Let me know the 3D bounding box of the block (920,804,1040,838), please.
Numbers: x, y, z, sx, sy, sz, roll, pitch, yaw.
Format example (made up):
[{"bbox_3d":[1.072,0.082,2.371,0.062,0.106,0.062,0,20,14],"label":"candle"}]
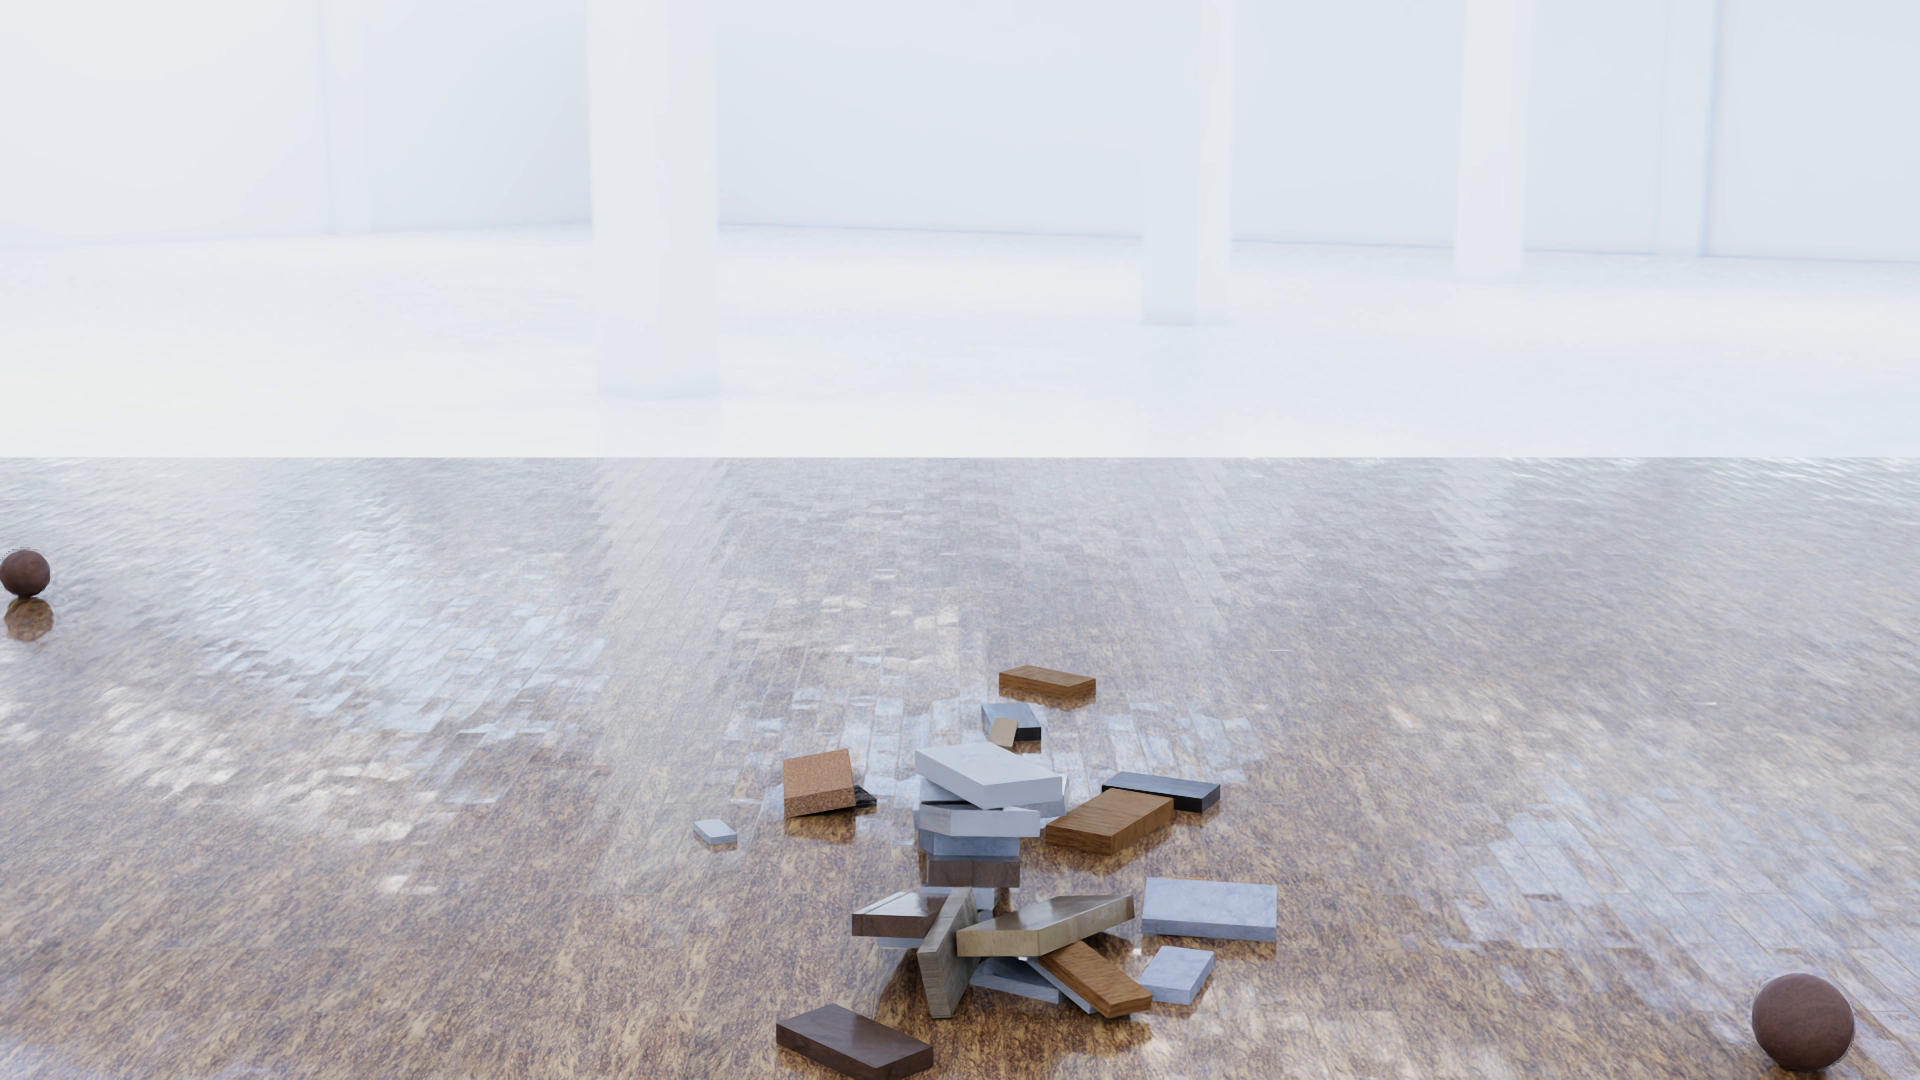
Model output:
[{"bbox_3d":[0.029,0.454,3.565,0.142,0.040,0.283,2,-5,-11],"label":"block"}]

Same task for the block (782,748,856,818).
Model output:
[{"bbox_3d":[-0.270,0.462,4.202,0.130,0.037,0.259,-10,11,-3],"label":"block"}]

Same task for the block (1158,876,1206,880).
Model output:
[{"bbox_3d":[0.365,0.590,3.604,0.081,0.023,0.162,1,11,5],"label":"block"}]

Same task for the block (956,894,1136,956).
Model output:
[{"bbox_3d":[0.136,0.584,3.344,0.130,0.037,0.400,-5,-3,24],"label":"block"}]

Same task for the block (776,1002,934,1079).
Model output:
[{"bbox_3d":[-0.146,0.694,3.026,0.104,0.030,0.209,-10,14,-43],"label":"block"}]

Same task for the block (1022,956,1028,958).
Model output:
[{"bbox_3d":[0.079,0.618,3.352,0.150,0.021,0.075,-7,-4,41],"label":"block"}]

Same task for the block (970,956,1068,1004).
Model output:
[{"bbox_3d":[0.098,0.653,3.273,0.150,0.021,0.075,6,12,30],"label":"block"}]

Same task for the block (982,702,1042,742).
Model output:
[{"bbox_3d":[0.108,0.387,4.683,0.101,0.029,0.202,-1,11,-7],"label":"block"}]

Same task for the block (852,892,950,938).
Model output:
[{"bbox_3d":[-0.071,0.563,3.307,0.114,0.032,0.229,-1,-1,16],"label":"block"}]

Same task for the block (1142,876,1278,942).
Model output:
[{"bbox_3d":[0.398,0.588,3.501,0.209,0.030,0.104,3,30,8],"label":"block"}]

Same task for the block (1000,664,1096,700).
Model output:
[{"bbox_3d":[0.199,0.323,5.025,0.203,0.029,0.101,9,14,40],"label":"block"}]

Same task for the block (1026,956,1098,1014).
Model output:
[{"bbox_3d":[0.173,0.642,3.227,0.075,0.021,0.150,-2,22,-37],"label":"block"}]

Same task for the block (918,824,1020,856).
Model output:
[{"bbox_3d":[0.012,0.511,3.760,0.142,0.040,0.283,2,-5,-6],"label":"block"}]

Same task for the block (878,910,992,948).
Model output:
[{"bbox_3d":[-0.037,0.597,3.406,0.114,0.032,0.229,-1,-1,17],"label":"block"}]

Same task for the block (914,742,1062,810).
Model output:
[{"bbox_3d":[0.044,0.385,3.612,0.139,0.039,0.277,-4,8,-24],"label":"block"}]

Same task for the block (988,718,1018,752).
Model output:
[{"bbox_3d":[0.089,0.402,4.545,0.050,0.014,0.100,6,30,7],"label":"block"}]

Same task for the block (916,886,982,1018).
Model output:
[{"bbox_3d":[-0.012,0.604,3.231,0.030,0.104,0.209,-8,15,17],"label":"block"}]

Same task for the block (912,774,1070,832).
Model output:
[{"bbox_3d":[0.059,0.481,4.043,0.277,0.039,0.139,-7,10,7],"label":"block"}]

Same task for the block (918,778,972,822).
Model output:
[{"bbox_3d":[0.000,0.454,3.804,0.139,0.039,0.277,0,-16,-2],"label":"block"}]

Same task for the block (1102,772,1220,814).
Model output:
[{"bbox_3d":[0.382,0.479,4.186,0.203,0.029,0.101,5,12,26],"label":"block"}]

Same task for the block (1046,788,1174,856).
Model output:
[{"bbox_3d":[0.274,0.511,3.996,0.130,0.037,0.259,6,12,30],"label":"block"}]

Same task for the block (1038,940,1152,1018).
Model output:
[{"bbox_3d":[0.195,0.636,3.187,0.081,0.023,0.162,-2,22,-38],"label":"block"}]

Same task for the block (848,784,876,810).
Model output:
[{"bbox_3d":[-0.199,0.488,4.178,0.050,0.014,0.100,-5,11,-23],"label":"block"}]

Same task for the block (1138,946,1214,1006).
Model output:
[{"bbox_3d":[0.322,0.649,3.286,0.081,0.023,0.162,4,11,19],"label":"block"}]

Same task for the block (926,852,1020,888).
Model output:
[{"bbox_3d":[0.018,0.536,3.589,0.142,0.040,0.283,1,-5,-2],"label":"block"}]

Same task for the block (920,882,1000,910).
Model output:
[{"bbox_3d":[0.003,0.568,3.535,0.114,0.032,0.229,1,-5,4],"label":"block"}]

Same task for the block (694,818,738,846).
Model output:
[{"bbox_3d":[-0.442,0.527,3.971,0.050,0.014,0.100,-5,12,-24],"label":"block"}]
